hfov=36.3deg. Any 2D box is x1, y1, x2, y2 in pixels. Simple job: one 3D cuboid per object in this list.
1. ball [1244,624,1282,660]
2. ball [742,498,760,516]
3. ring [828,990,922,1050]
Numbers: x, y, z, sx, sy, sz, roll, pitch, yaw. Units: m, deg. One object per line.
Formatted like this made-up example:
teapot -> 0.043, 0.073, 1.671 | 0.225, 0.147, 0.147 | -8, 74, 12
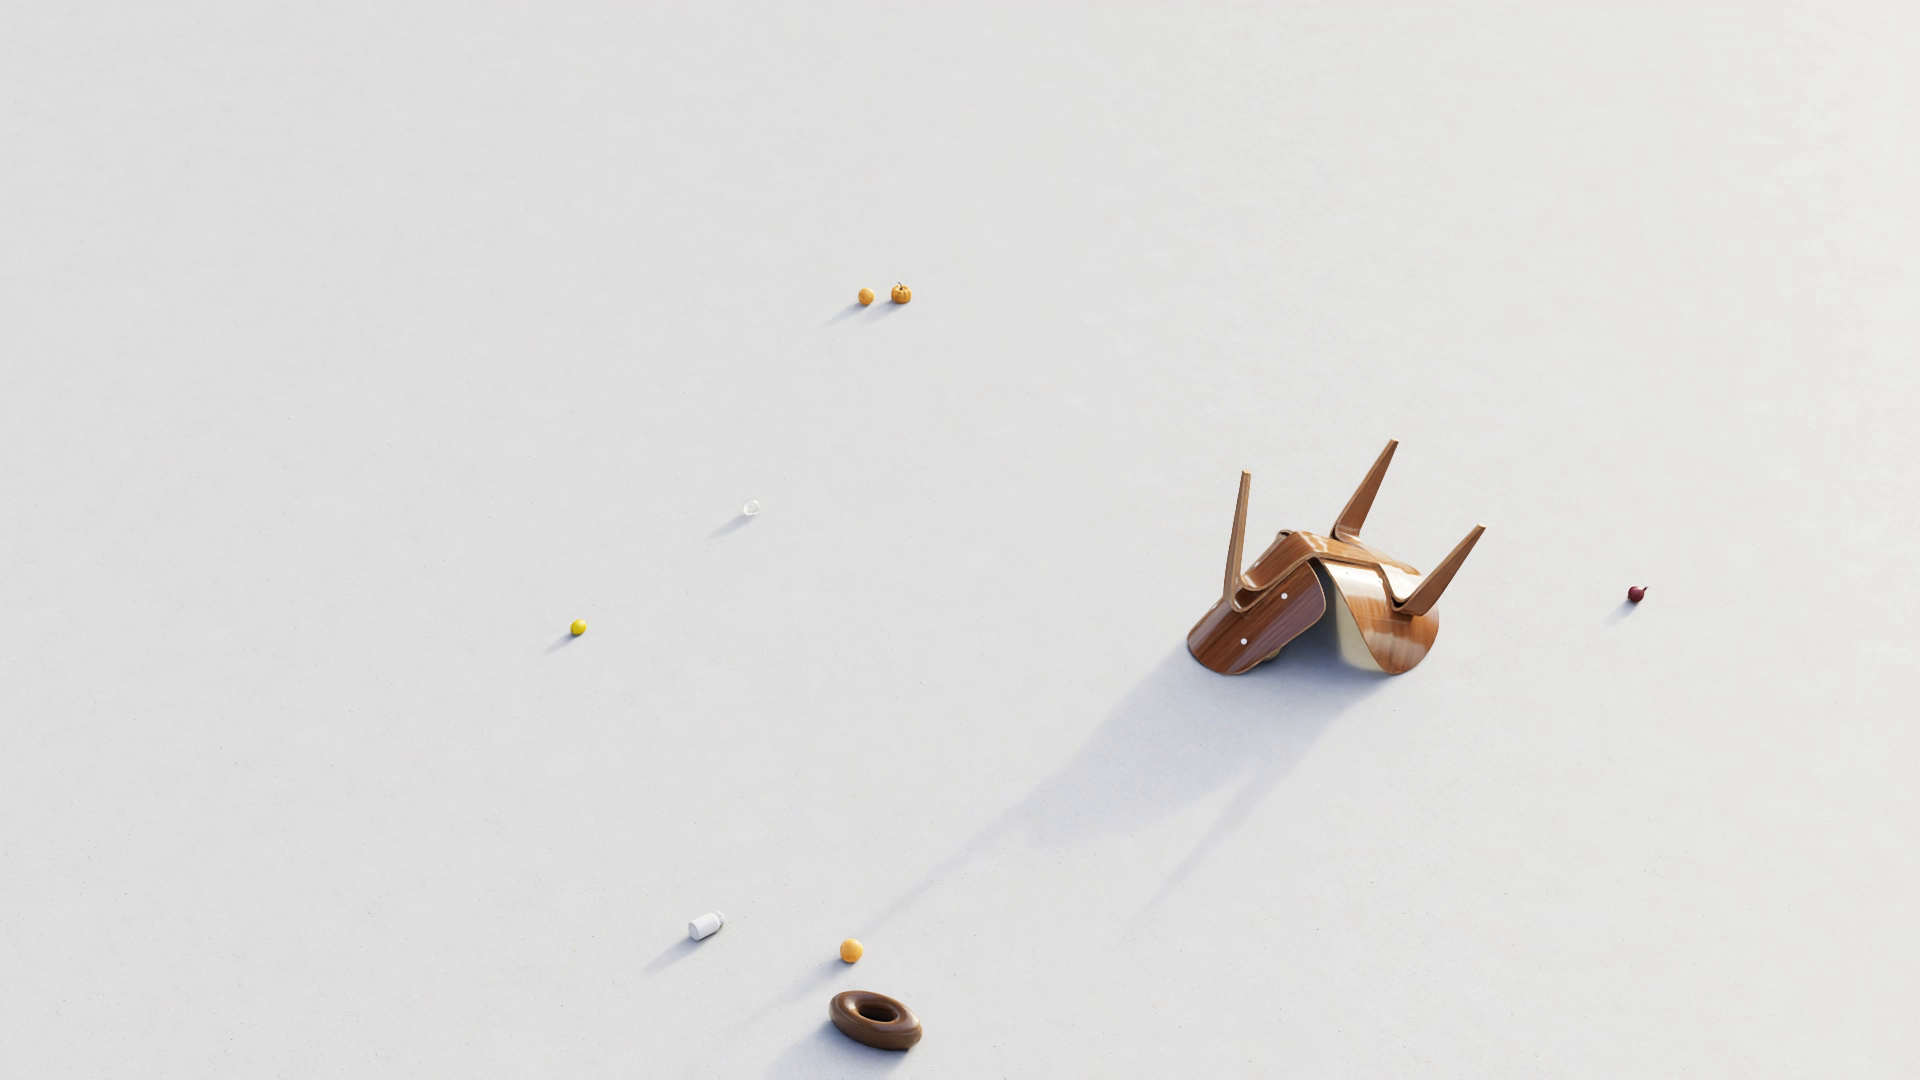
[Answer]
ball -> 1.064, 0.357, 10.284 | 0.131, 0.131, 0.131 | 0, 33, 0
ball -> -0.788, -0.124, 11.075 | 0.064, 0.064, 0.064 | 0, 33, 0
ring -> -0.251, 1.424, 8.700 | 0.311, 0.094, 0.166 | 16, 38, 24
